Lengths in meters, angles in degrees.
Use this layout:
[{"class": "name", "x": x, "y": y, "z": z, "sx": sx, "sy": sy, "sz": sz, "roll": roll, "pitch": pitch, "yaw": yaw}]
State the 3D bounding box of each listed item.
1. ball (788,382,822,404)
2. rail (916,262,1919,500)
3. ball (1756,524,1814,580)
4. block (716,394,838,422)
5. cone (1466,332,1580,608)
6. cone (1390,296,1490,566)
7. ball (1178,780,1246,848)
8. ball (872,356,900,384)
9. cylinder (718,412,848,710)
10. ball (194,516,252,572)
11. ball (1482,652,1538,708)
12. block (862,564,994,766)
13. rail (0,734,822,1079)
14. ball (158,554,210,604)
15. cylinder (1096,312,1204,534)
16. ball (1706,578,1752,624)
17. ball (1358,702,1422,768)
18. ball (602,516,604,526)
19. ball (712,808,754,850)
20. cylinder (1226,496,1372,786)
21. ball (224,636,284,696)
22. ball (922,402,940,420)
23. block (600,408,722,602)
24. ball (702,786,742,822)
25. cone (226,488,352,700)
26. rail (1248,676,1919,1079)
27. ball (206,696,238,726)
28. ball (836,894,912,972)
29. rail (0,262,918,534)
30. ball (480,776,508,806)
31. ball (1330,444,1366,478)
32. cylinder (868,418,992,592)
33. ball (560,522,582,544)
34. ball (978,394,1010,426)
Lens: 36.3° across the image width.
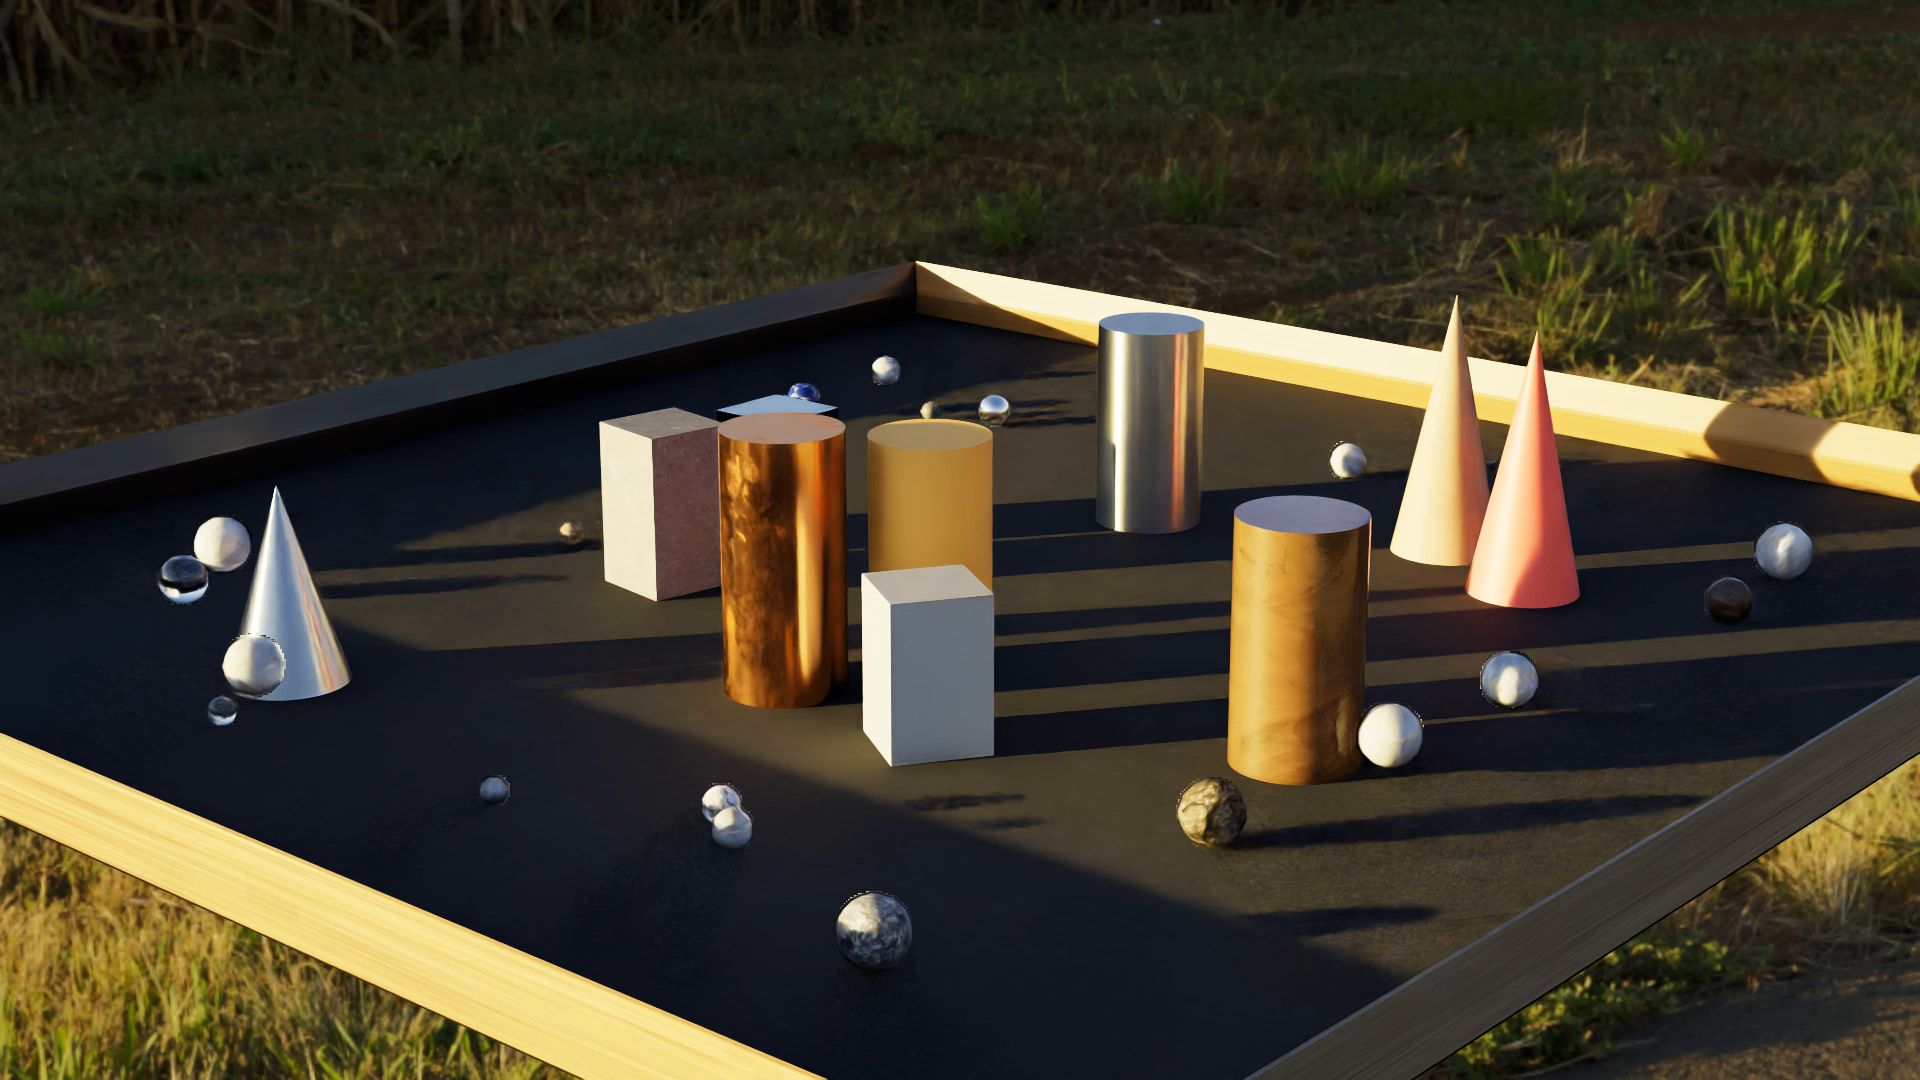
[{"class": "ball", "x": -0.337, "y": -0.302, "z": 6.327, "sx": 0.075, "sy": 0.075, "sz": 0.075, "roll": 0, "pitch": 17, "yaw": 0}, {"class": "rail", "x": 1.079, "y": -0.326, "z": 6.310, "sx": 3.193, "sy": 0.129, "sz": 0.045, "roll": 14, "pitch": 22, "yaw": 39}, {"class": "ball", "x": 1.466, "y": 0.021, "z": 5.215, "sx": 0.099, "sy": 0.099, "sz": 0.099, "roll": 0, "pitch": 17, "yaw": 0}, {"class": "block", "x": -0.337, "y": -0.125, "z": 5.445, "sx": 0.159, "sy": 0.245, "sz": 0.159, "roll": 14, "pitch": 22, "yaw": 38}, {"class": "cone", "x": 0.989, "y": -0.135, "z": 5.091, "sx": 0.199, "sy": 0.469, "sz": 0.199, "roll": 0, "pitch": 17, "yaw": 0}, {"class": "cone", "x": 0.892, "y": -0.212, "z": 5.327, "sx": 0.199, "sy": 0.479, "sz": 0.199, "roll": 0, "pitch": 17, "yaw": 0}, {"class": "ball", "x": 0.348, "y": 0.377, "z": 4.041, "sx": 0.094, "sy": 0.094, "sz": 0.094, "roll": 0, "pitch": 17, "yaw": 0}, {"class": "ball", "x": -0.167, "y": -0.382, "z": 6.613, "sx": 0.064, "sy": 0.064, "sz": 0.064, "roll": 0, "pitch": 17, "yaw": 0}, {"class": "cylinder", "x": -0.277, "y": 0.031, "z": 4.611, "sx": 0.199, "sy": 0.428, "sz": 0.199, "roll": 0, "pitch": 17, "yaw": 0}, {"class": "ball", "x": -1.322, "y": 0.008, "z": 5.256, "sx": 0.099, "sy": 0.099, "sz": 0.099, "roll": 0, "pitch": 17, "yaw": 0}, {"class": "ball", "x": 0.859, "y": 0.219, "z": 4.578, "sx": 0.086, "sy": 0.086, "sz": 0.086, "roll": 0, "pitch": 17, "yaw": 0}, {"class": "block", "x": -0.049, "y": 0.186, "z": 4.399, "sx": 0.159, "sy": 0.252, "sz": 0.159, "roll": -5, "pitch": 17, "yaw": -16}, {"class": "rail", "x": -1.079, "y": 0.391, "z": 3.930, "sx": 3.193, "sy": 0.129, "sz": 0.045, "roll": 14, "pitch": 22, "yaw": 39}, {"class": "ball", "x": -1.345, "y": 0.068, "z": 5.080, "sx": 0.086, "sy": 0.086, "sz": 0.086, "roll": 0, "pitch": 17, "yaw": 0}, {"class": "cylinder", "x": 0.358, "y": -0.222, "z": 5.533, "sx": 0.199, "sy": 0.381, "sz": 0.199, "roll": 0, "pitch": 17, "yaw": 0}, {"class": "ball", "x": 1.306, "y": 0.102, "z": 4.979, "sx": 0.078, "sy": 0.078, "sz": 0.078, "roll": 0, "pitch": 17, "yaw": 0}, {"class": "ball", "x": 0.627, "y": 0.285, "z": 4.275, "sx": 0.094, "sy": 0.094, "sz": 0.094, "roll": 0, "pitch": 17, "yaw": 0}, {"class": "ball", "x": -0.643, "y": -0.041, "z": 5.492, "sx": 0.058, "sy": 0.058, "sz": 0.058, "roll": 0, "pitch": 17, "yaw": 0}, {"class": "ball", "x": -0.313, "y": 0.398, "z": 4.035, "sx": 0.057, "sy": 0.057, "sz": 0.057, "roll": 0, "pitch": 17, "yaw": 0}, {"class": "cylinder", "x": 0.497, "y": 0.146, "z": 4.308, "sx": 0.199, "sy": 0.382, "sz": 0.199, "roll": 0, "pitch": 17, "yaw": 0}, {"class": "ball", "x": -1.101, "y": 0.196, "z": 4.569, "sx": 0.092, "sy": 0.092, "sz": 0.092, "roll": 0, "pitch": 17, "yaw": 0}, {"class": "ball", "x": -0.063, "y": -0.277, "z": 6.304, "sx": 0.040, "sy": 0.040, "sz": 0.040, "roll": 0, "pitch": 17, "yaw": 0}, {"class": "block", "x": -0.519, "y": -0.065, "z": 5.165, "sx": 0.159, "sy": 0.291, "sz": 0.159, "roll": -14, "pitch": 22, "yaw": -38}, {"class": "ball", "x": -0.335, "y": 0.373, "z": 4.121, "sx": 0.056, "sy": 0.056, "sz": 0.056, "roll": 0, "pitch": 17, "yaw": 0}, {"class": "cone", "x": -1.077, "y": 0.068, "z": 4.663, "sx": 0.199, "sy": 0.325, "sz": 0.199, "roll": 0, "pitch": 17, "yaw": 0}, {"class": "rail", "x": 1.188, "y": 0.330, "z": 4.132, "sx": 0.045, "sy": 0.129, "sz": 3.339, "roll": 14, "pitch": 22, "yaw": 39}, {"class": "ball", "x": -1.134, "y": 0.263, "z": 4.504, "sx": 0.046, "sy": 0.046, "sz": 0.046, "roll": 0, "pitch": 17, "yaw": 0}, {"class": "ball", "x": -0.107, "y": 0.490, "z": 3.661, "sx": 0.096, "sy": 0.096, "sz": 0.096, "roll": 0, "pitch": 17, "yaw": 0}, {"class": "rail", "x": -1.188, "y": -0.265, "z": 6.107, "sx": 0.045, "sy": 0.129, "sz": 3.339, "roll": 14, "pitch": 22, "yaw": 39}, {"class": "ball", "x": -0.667, "y": 0.359, "z": 4.193, "sx": 0.041, "sy": 0.041, "sz": 0.041, "roll": 0, "pitch": 17, "yaw": 0}, {"class": "ball", "x": 0.776, "y": -0.158, "z": 5.859, "sx": 0.069, "sy": 0.069, "sz": 0.069, "roll": 0, "pitch": 17, "yaw": 0}, {"class": "cylinder", "x": -0.048, "y": 0.024, "z": 4.688, "sx": 0.199, "sy": 0.397, "sz": 0.199, "roll": 0, "pitch": 17, "yaw": 0}, {"class": "ball", "x": -0.719, "y": -0.012, "z": 5.422, "sx": 0.042, "sy": 0.042, "sz": 0.042, "roll": 0, "pitch": 17, "yaw": 0}, {"class": "ball", "x": 0.073, "y": -0.276, "z": 6.254, "sx": 0.067, "sy": 0.067, "sz": 0.067, "roll": 0, "pitch": 17, "yaw": 0}]
